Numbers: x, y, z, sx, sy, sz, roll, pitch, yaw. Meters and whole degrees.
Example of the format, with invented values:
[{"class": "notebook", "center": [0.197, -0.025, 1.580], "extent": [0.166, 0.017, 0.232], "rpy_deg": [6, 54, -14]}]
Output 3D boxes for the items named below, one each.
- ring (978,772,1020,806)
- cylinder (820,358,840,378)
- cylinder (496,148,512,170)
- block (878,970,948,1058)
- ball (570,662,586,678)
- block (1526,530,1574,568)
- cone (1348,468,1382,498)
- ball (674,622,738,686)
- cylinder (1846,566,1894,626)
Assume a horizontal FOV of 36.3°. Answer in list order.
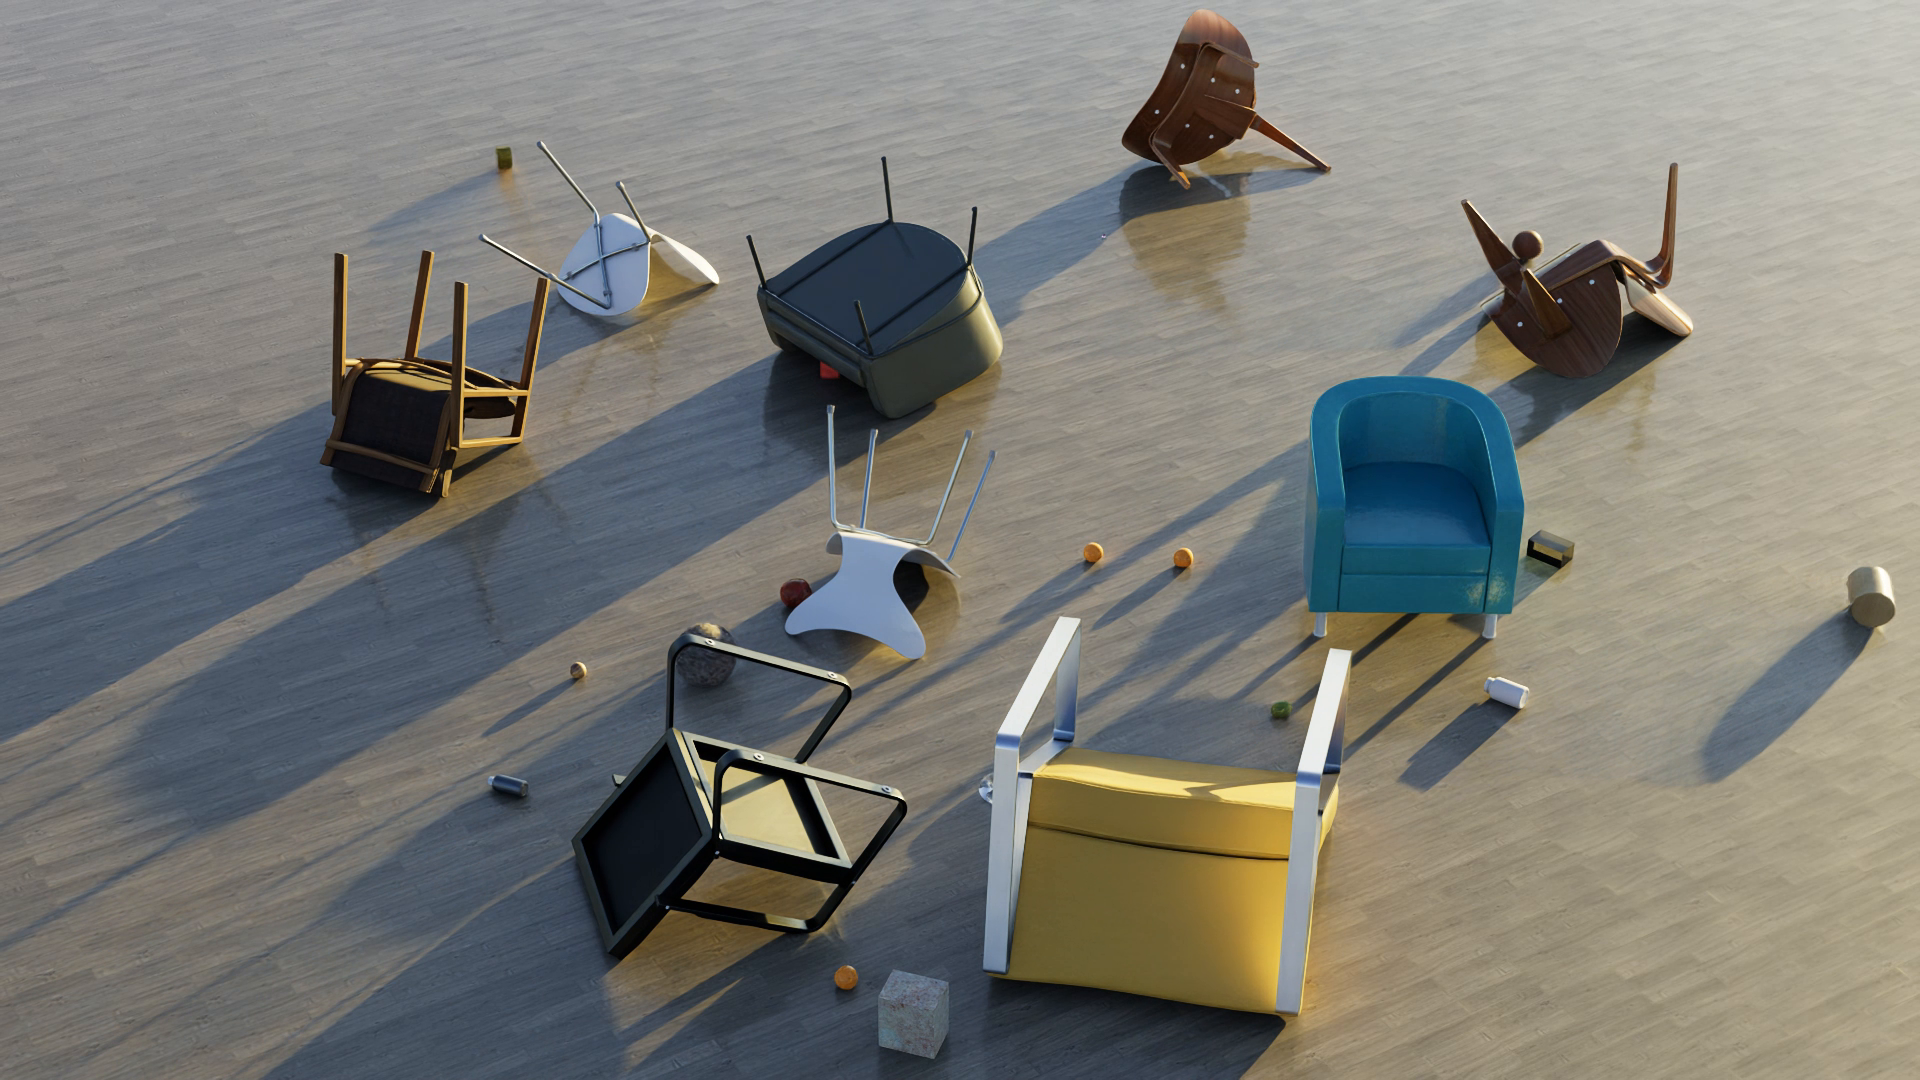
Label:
[{"class": "ring", "center": [0.129, 0.819, 9.658], "extent": [0.133, 0.050, 0.150], "rpy_deg": [-7, 33, -12]}, {"class": "cylinder", "center": [-0.528, -0.703, 11.938], "extent": [0.072, 0.080, 0.089], "rpy_deg": [2, 17, 3]}, {"class": "cylinder", "center": [-2.104, -1.762, 13.523], "extent": [0.065, 0.105, 0.094], "rpy_deg": [-1, 53, -13]}, {"class": "block", "center": [-0.137, 1.398, 8.649], "extent": [0.174, 0.191, 0.130], "rpy_deg": [11, 35, 16]}, {"class": "ball", "center": [-1.329, 0.454, 10.203], "extent": [0.057, 0.057, 0.057], "rpy_deg": [0, 33, 0]}, {"class": "block", "center": [2.181, 0.033, 10.831], "extent": [0.144, 0.069, 0.089], "rpy_deg": [25, 41, 32]}, {"class": "cone", "center": [1.551, -0.204, 11.211], "extent": [0.133, 0.102, 0.109], "rpy_deg": [9, 59, -6]}, {"class": "ball", "center": [-0.881, 0.396, 10.144], "extent": [0.220, 0.220, 0.220], "rpy_deg": [0, 33, 0]}, {"class": "cylinder", "center": [3.262, 0.202, 10.504], "extent": [0.153, 0.147, 0.170], "rpy_deg": [23, 34, -4]}]
